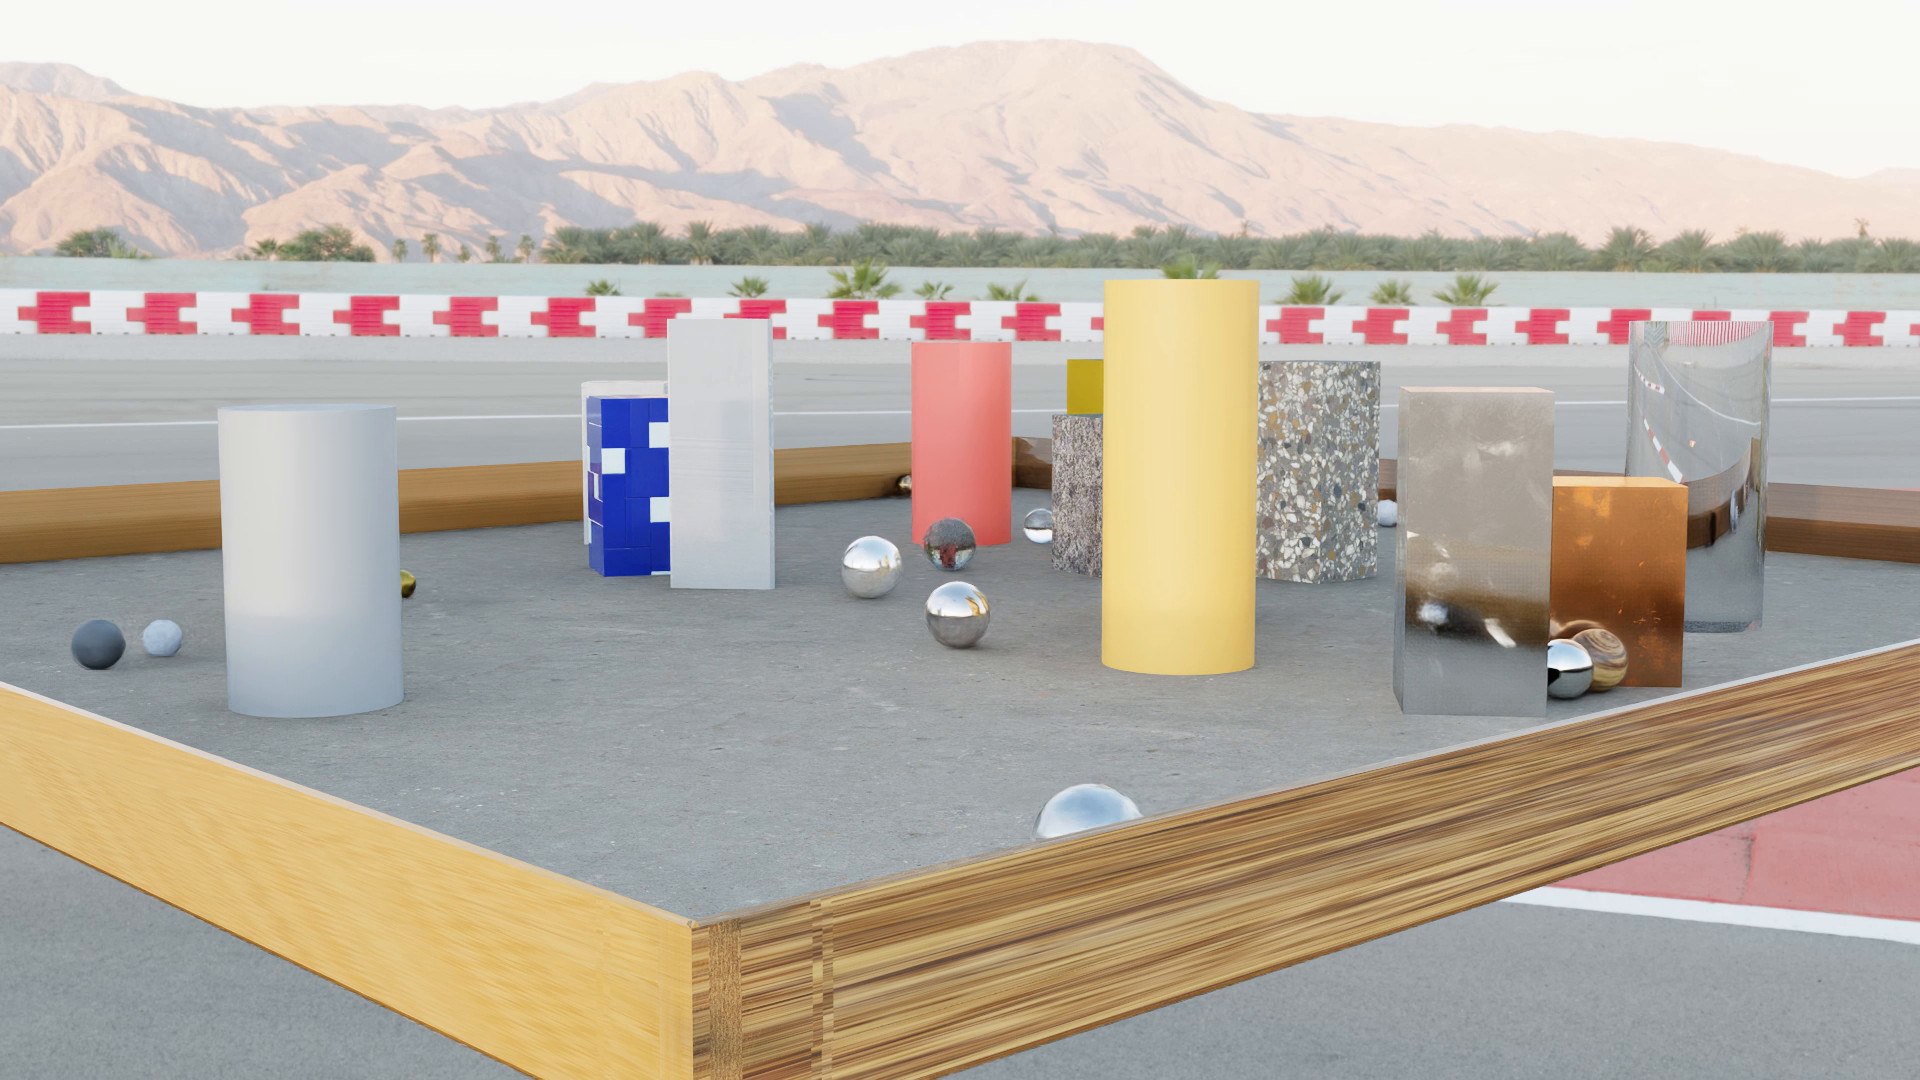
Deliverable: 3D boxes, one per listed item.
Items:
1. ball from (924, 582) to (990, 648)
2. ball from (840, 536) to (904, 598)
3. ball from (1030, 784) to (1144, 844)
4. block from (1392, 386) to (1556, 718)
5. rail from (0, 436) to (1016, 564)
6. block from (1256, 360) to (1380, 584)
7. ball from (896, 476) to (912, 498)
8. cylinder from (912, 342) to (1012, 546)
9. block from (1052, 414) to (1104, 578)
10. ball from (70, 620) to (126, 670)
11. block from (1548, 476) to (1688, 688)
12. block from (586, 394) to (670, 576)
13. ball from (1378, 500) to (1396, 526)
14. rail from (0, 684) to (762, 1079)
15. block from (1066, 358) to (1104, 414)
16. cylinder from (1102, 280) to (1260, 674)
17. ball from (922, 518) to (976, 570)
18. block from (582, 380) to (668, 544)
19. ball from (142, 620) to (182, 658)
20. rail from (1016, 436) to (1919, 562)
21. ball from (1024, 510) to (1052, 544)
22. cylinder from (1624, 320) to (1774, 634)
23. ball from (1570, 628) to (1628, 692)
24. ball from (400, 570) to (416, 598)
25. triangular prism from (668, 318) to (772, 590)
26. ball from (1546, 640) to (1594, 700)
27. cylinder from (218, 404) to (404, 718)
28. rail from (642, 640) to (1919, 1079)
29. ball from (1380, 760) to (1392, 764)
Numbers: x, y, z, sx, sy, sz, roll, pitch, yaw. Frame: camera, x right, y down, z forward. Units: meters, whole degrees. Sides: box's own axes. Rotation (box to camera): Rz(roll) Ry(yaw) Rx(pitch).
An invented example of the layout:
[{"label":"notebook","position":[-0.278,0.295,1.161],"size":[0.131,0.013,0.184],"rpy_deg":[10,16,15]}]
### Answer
[{"label":"ball","position":[-0.004,0.098,2.894],"size":[0.088,0.088,0.088],"rpy_deg":[0,6,0]},{"label":"ball","position":[-0.136,0.042,3.390],"size":[0.096,0.096,0.096],"rpy_deg":[0,6,0]},{"label":"ball","position":[0.098,0.228,1.657],"size":[0.089,0.089,0.089],"rpy_deg":[0,6,0]},{"label":"block","position":[0.573,0.009,2.469],"size":[0.154,0.355,0.154],"rpy_deg":[1,6,7]},{"label":"rail","position":[-1.012,-0.082,4.423],"size":[3.180,0.125,0.045],"rpy_deg":[-6,8,-42]},{"label":"block","position":[0.587,-0.118,3.660],"size":[0.154,0.358,0.154],"rpy_deg":[-6,8,-43]},{"label":"ball","position":[-0.127,-0.126,5.199],"size":[0.052,0.052,0.052],"rpy_deg":[0,6,0]},{"label":"cylinder","position":[0.003,-0.188,4.212],"size":[0.192,0.381,0.192],"rpy_deg":[0,6,0]},{"label":"block","position":[0.263,-0.079,3.735],"size":[0.154,0.264,0.154],"rpy_deg":[-3,7,-30]},{"label":"ball","position":[-1.066,0.129,2.719],"size":[0.063,0.063,0.063],"rpy_deg":[0,6,0]},{"label":"block","position":[0.782,0.047,2.663],"size":[0.154,0.237,0.154],"rpy_deg":[1,6,6]},{"label":"block","position":[-0.545,-0.096,3.746],"size":[0.154,0.296,0.154],"rpy_deg":[-2,6,-19]},{"label":"ball","position":[0.877,-0.055,4.508],"size":[0.055,0.055,0.055],"rpy_deg":[0,6,0]},{"label":"rail","position":[-1.151,0.144,2.276],"size":[0.045,0.125,3.033],"rpy_deg":[-6,8,-42]},{"label":"block","position":[0.304,-0.162,4.115],"size":[0.154,0.350,0.154],"rpy_deg":[-3,7,-26]},{"label":"cylinder","position":[0.275,-0.084,2.752],"size":[0.192,0.479,0.192],"rpy_deg":[0,6,0]},{"label":"ball","position":[-0.019,0.007,3.753],"size":[0.090,0.090,0.090],"rpy_deg":[0,6,0]},{"label":"block","position":[-0.638,-0.152,4.232],"size":[0.154,0.305,0.154],"rpy_deg":[0,6,-2]},{"label":"ball","position":[-1.022,0.126,2.819],"size":[0.048,0.048,0.048],"rpy_deg":[0,6,0]},{"label":"rail","position":[1.151,-0.079,4.388],"size":[0.045,0.125,3.033],"rpy_deg":[-6,8,-42]},{"label":"ball","position":[0.154,-0.026,4.187],"size":[0.065,0.065,0.065],"rpy_deg":[0,6,0]},{"label":"cylinder","position":[1.037,-0.094,3.101],"size":[0.192,0.427,0.192],"rpy_deg":[0,6,0]},{"label":"ball","position":[0.740,0.140,2.563],"size":[0.073,0.073,0.073],"rpy_deg":[0,6,0]},{"label":"ball","position":[-0.860,0.068,3.385],"size":[0.045,0.045,0.045],"rpy_deg":[0,6,0]},{"label":"triangular prism","position":[-0.372,-0.143,3.561],"size":[0.166,0.428,0.144],"rpy_deg":[1,6,7]},{"label":"ball","position":[0.690,0.148,2.512],"size":[0.069,0.069,0.069],"rpy_deg":[0,6,0]},{"label":"cylinder","position":[-0.731,0.018,2.481],"size":[0.192,0.334,0.192],"rpy_deg":[0,6,0]},{"label":"rail","position":[1.012,0.147,2.241],"size":[3.180,0.125,0.045],"rpy_deg":[-6,8,-42]},{"label":"ball","position":[0.383,0.219,1.953],"size":[0.045,0.045,0.045],"rpy_deg":[0,6,0]}]
